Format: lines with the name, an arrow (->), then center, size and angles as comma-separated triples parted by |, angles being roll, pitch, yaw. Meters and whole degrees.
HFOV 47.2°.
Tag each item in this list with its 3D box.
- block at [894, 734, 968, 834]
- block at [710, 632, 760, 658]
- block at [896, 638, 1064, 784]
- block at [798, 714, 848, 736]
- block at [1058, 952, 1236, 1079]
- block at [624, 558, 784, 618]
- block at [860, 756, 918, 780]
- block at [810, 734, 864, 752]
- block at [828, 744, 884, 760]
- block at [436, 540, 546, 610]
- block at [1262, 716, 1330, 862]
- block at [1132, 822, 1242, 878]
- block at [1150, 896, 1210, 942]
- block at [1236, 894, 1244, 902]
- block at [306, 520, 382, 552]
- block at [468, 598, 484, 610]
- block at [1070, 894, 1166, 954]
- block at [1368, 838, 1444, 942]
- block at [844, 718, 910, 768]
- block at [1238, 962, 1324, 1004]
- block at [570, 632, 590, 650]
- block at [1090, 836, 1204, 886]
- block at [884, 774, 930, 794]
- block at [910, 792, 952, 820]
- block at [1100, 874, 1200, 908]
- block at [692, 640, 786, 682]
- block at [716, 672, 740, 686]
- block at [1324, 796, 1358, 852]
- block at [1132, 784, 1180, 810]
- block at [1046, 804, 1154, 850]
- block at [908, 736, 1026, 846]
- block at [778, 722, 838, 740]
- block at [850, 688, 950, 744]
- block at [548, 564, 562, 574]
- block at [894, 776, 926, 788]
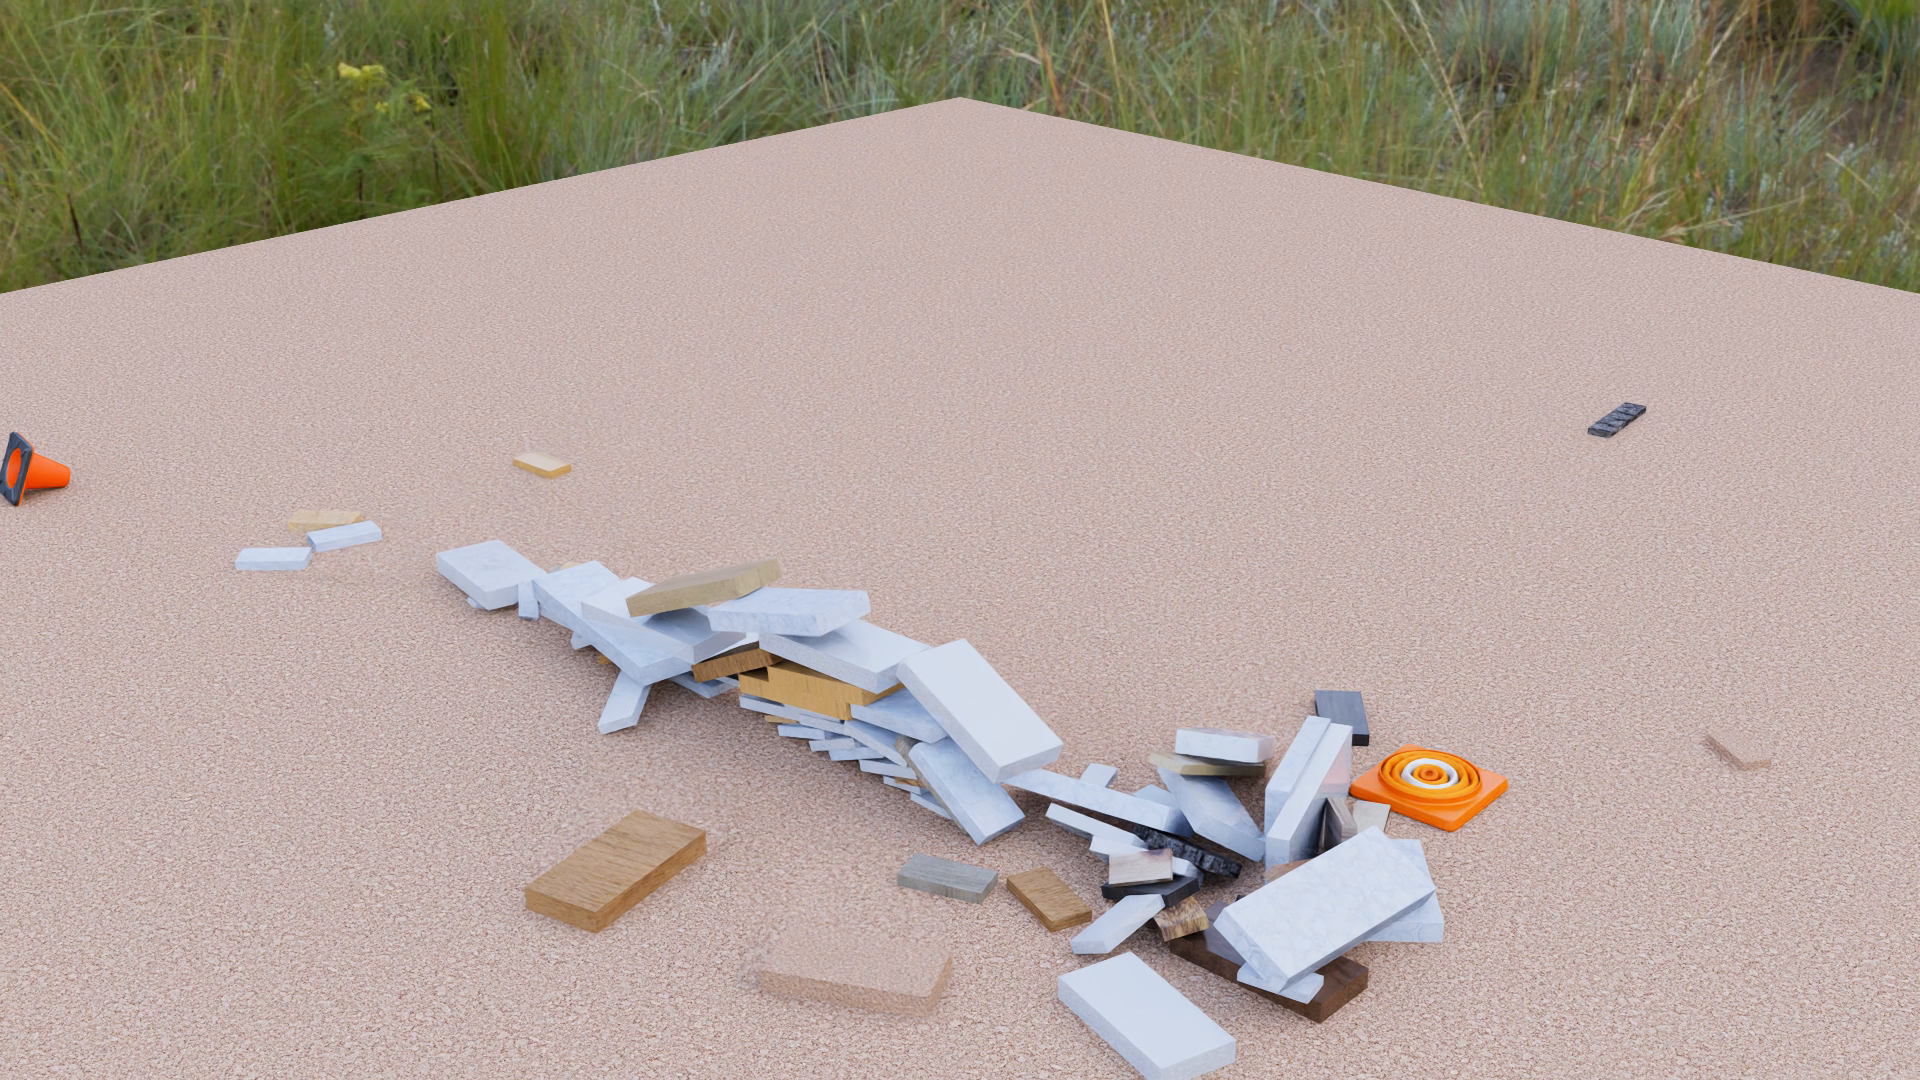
block -> -0.016, 0.474, 4.439 | 0.118, 0.033, 0.236 | -23, 66, -44
block -> -0.524, 0.255, 5.128 | 0.086, 0.024, 0.173 | 5, 24, 12
block -> 0.038, 0.339, 4.410 | 0.167, 0.047, 0.334 | -16, 48, -37
block -> -0.257, 0.379, 4.659 | 0.160, 0.023, 0.080 | 9, 22, 42
block -> 0.317, 0.820, 3.771 | 0.154, 0.044, 0.308 | -13, 26, -28
block -> -0.567, 0.106, 4.864 | 0.320, 0.045, 0.160 | -10, 10, 34
block -> -0.117, 0.459, 4.545 | 0.090, 0.025, 0.179 | -21, 15, -39
block -> -0.240, 0.420, 4.656 | 0.080, 0.023, 0.160 | -21, 7, -39
block -> -0.187, 0.434, 4.617 | 0.090, 0.025, 0.179 | -21, 7, -40
block -> -1.161, 0.084, 5.475 | 0.169, 0.048, 0.338 | -14, 23, -30
block -> 0.673, 0.496, 4.382 | 0.046, 0.163, 0.327 | 8, 24, 21
block -> 0.437, 0.599, 4.242 | 0.199, 0.028, 0.099 | 19, -2, 43
block -> 0.395, 0.686, 4.029 | 0.086, 0.024, 0.172 | -16, 8, -4
block -> 0.596, 0.697, 4.034 | 0.172, 0.024, 0.086 | 20, -1, 39
block -> -1.610, -0.010, 5.753 | 0.173, 0.024, 0.086 | -13, 26, -27
block -> -1.156, 0.144, 5.404 | 0.096, 0.014, 0.048 | -17, 28, -34
block -> 0.288, 0.701, 4.014 | 0.087, 0.025, 0.174 | -13, 13, 47
block -> 0.815, 0.659, 4.155 | 0.148, 0.042, 0.295 | 1, 23, 2
block -> -0.144, 0.407, 4.525 | 0.179, 0.025, 0.090 | 27, 33, 34
block -> 0.558, 0.763, 3.830 | 0.133, 0.019, 0.067 | 14, 27, 29
block -> -0.861, 0.197, 5.175 | 0.084, 0.024, 0.167 | -19, 23, 8
block -> 0.356, 0.614, 4.193 | 0.199, 0.028, 0.099 | 11, -18, 28
block -> -0.098, 0.496, 4.540 | 0.059, 0.017, 0.119 | -20, 19, -37
block -> -0.038, 0.532, 4.484 | 0.119, 0.017, 0.059 | 21, 31, 40
block -> 0.356, 0.653, 4.124 | 0.086, 0.024, 0.172 | -21, 12, -40
block -> -0.447, 0.251, 4.817 | 0.144, 0.041, 0.289 | -22, 4, -42
block -> -0.541, 0.295, 4.957 | 0.289, 0.015, 0.053 | 14, 26, 41
block -> 0.731, 0.569, 4.225 | 0.029, 0.102, 0.203 | 2, 8, 1
block -> 0.415, 0.535, 4.478 | 0.119, 0.017, 0.059 | 21, 31, 40
block -> 0.274, 0.572, 4.299 | 0.199, 0.028, 0.099 | 17, -14, 35
block -> 0.013, 0.490, 4.392 | 0.118, 0.033, 0.236 | -21, 64, -43
block -> -0.311, 0.401, 4.726 | 0.080, 0.023, 0.160 | -21, 13, -40
block -> -0.100, 0.353, 4.489 | 0.118, 0.033, 0.236 | -21, 24, -41
block -> -0.956, 0.101, 5.494 | 0.159, 0.023, 0.080 | 11, 25, 24
block -> -0.072, 0.485, 4.494 | 0.119, 0.017, 0.059 | 3, 19, 44
